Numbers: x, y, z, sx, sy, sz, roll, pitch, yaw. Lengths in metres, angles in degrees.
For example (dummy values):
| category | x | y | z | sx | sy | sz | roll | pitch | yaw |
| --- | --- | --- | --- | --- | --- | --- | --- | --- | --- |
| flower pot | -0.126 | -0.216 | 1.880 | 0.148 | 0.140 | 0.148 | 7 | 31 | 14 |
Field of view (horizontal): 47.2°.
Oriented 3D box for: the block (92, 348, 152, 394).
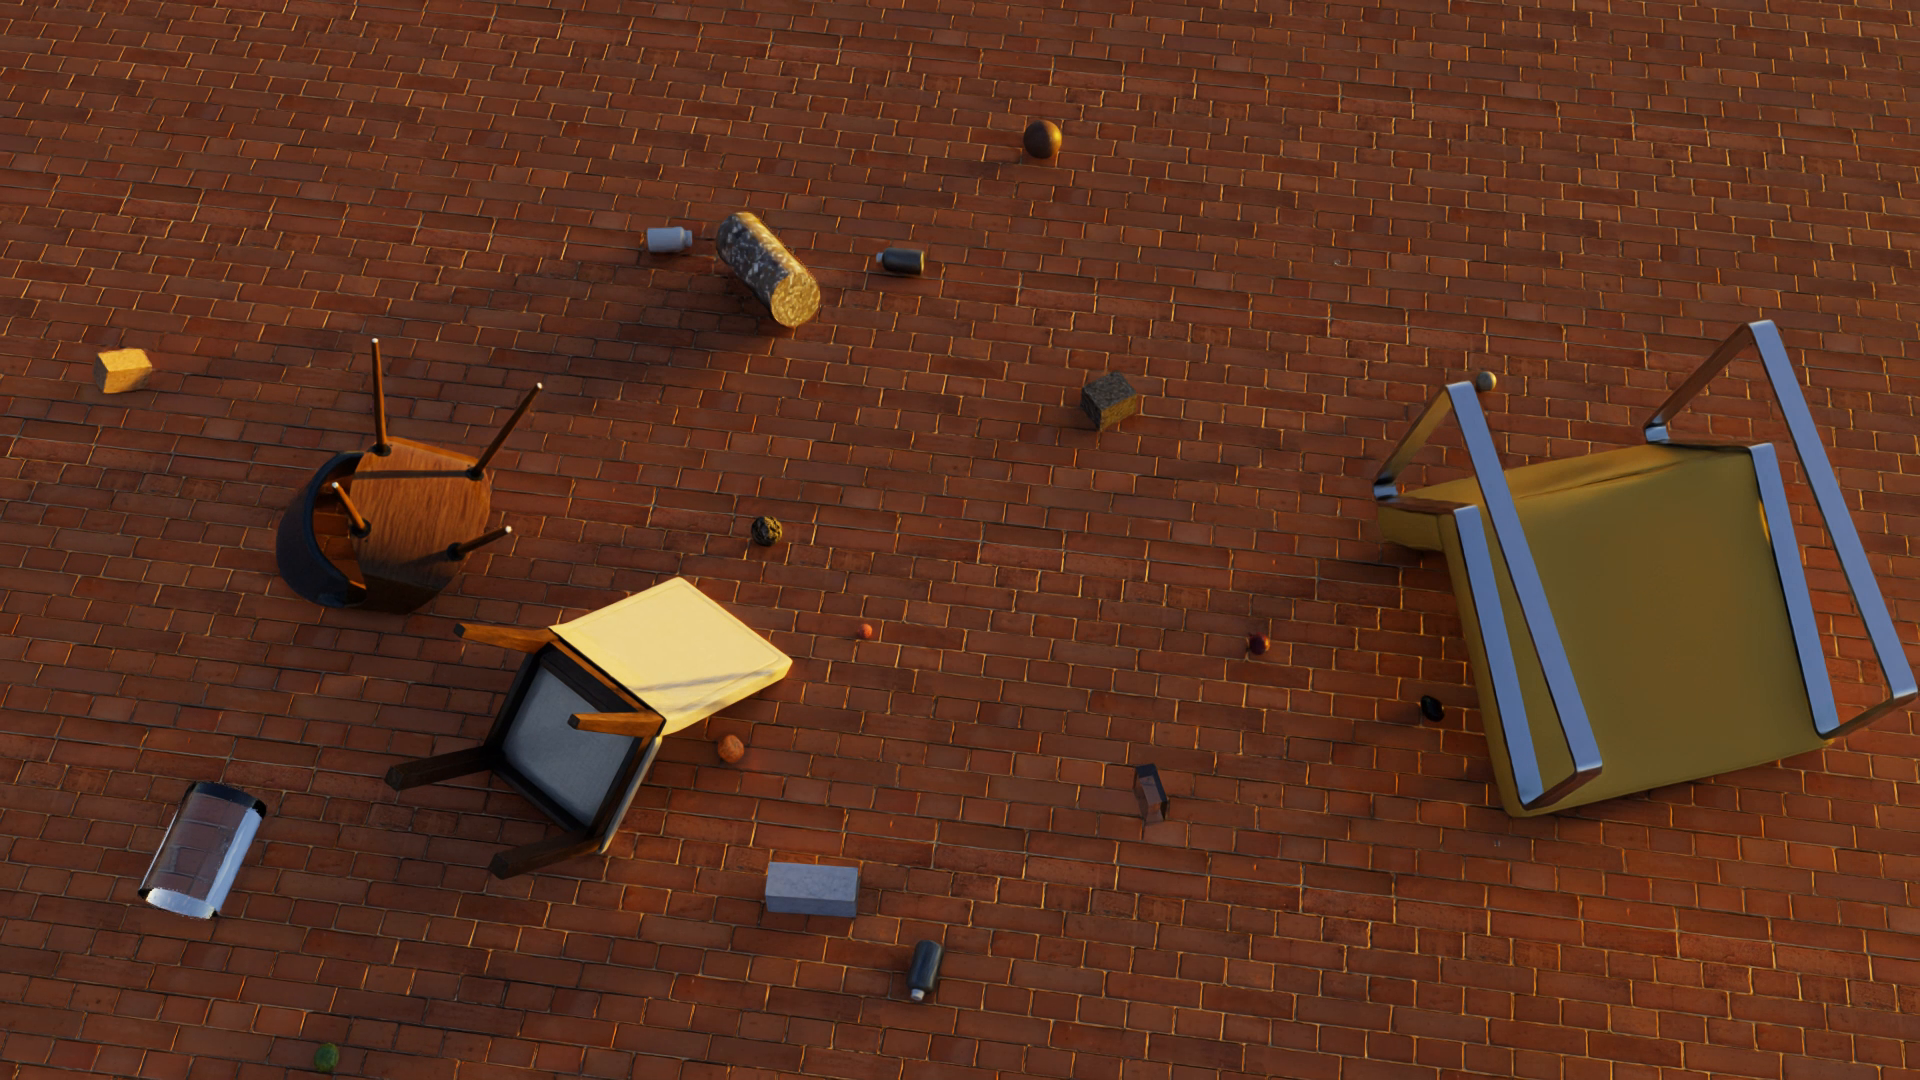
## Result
| category | x | y | z | sx | sy | sz | roll | pitch | yaw |
| --- | --- | --- | --- | --- | --- | --- | --- | --- | --- |
| block | -2.605 | -0.527 | 6.841 | 0.139 | 0.091 | 0.088 | -13 | 53 | -42 |

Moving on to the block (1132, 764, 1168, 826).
| category | x | y | z | sx | sy | sz | roll | pitch | yaw |
| --- | --- | --- | --- | --- | --- | --- | --- | --- | --- |
| block | 0.521 | 0.698 | 6.031 | 0.054 | 0.124 | 0.120 | -13 | 57 | -8 |

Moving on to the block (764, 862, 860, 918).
| category | x | y | z | sx | sy | sz | roll | pitch | yaw |
| --- | --- | --- | --- | --- | --- | --- | --- | --- | --- |
| block | -0.394 | 0.936 | 5.884 | 0.238 | 0.103 | 0.098 | 3 | 56 | 2 |

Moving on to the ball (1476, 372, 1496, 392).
| category | x | y | z | sx | sy | sz | roll | pitch | yaw |
| --- | --- | --- | --- | --- | --- | --- | --- | --- | --- |
| ball | 1.643 | -0.496 | 6.868 | 0.064 | 0.064 | 0.064 | 0 | 56 | 0 |

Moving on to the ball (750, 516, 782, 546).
| category | x | y | z | sx | sy | sz | roll | pitch | yaw |
| --- | --- | --- | --- | --- | --- | --- | --- | --- | --- |
| ball | -0.575 | -0.026 | 6.535 | 0.093 | 0.093 | 0.093 | 0 | 56 | 0 |

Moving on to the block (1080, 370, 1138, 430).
| category | x | y | z | sx | sy | sz | roll | pitch | yaw |
| --- | --- | --- | --- | --- | --- | --- | --- | --- | --- |
| block | 0.460 | -0.433 | 6.805 | 0.132 | 0.099 | 0.109 | -27 | 60 | -17 |

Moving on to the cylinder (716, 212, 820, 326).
| category | x | y | z | sx | sy | sz | roll | pitch | yaw |
| --- | --- | --- | --- | --- | --- | --- | --- | --- | --- |
| cylinder | -0.612 | -0.861 | 6.996 | 0.171 | 0.263 | 0.316 | -39 | 63 | -5 |

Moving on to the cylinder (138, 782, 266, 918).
| category | x | y | z | sx | sy | sz | roll | pitch | yaw |
| --- | --- | --- | --- | --- | --- | --- | --- | --- | --- |
| cylinder | -2.036 | 0.834 | 5.918 | 0.230 | 0.160 | 0.318 | 8 | 56 | 12 |
